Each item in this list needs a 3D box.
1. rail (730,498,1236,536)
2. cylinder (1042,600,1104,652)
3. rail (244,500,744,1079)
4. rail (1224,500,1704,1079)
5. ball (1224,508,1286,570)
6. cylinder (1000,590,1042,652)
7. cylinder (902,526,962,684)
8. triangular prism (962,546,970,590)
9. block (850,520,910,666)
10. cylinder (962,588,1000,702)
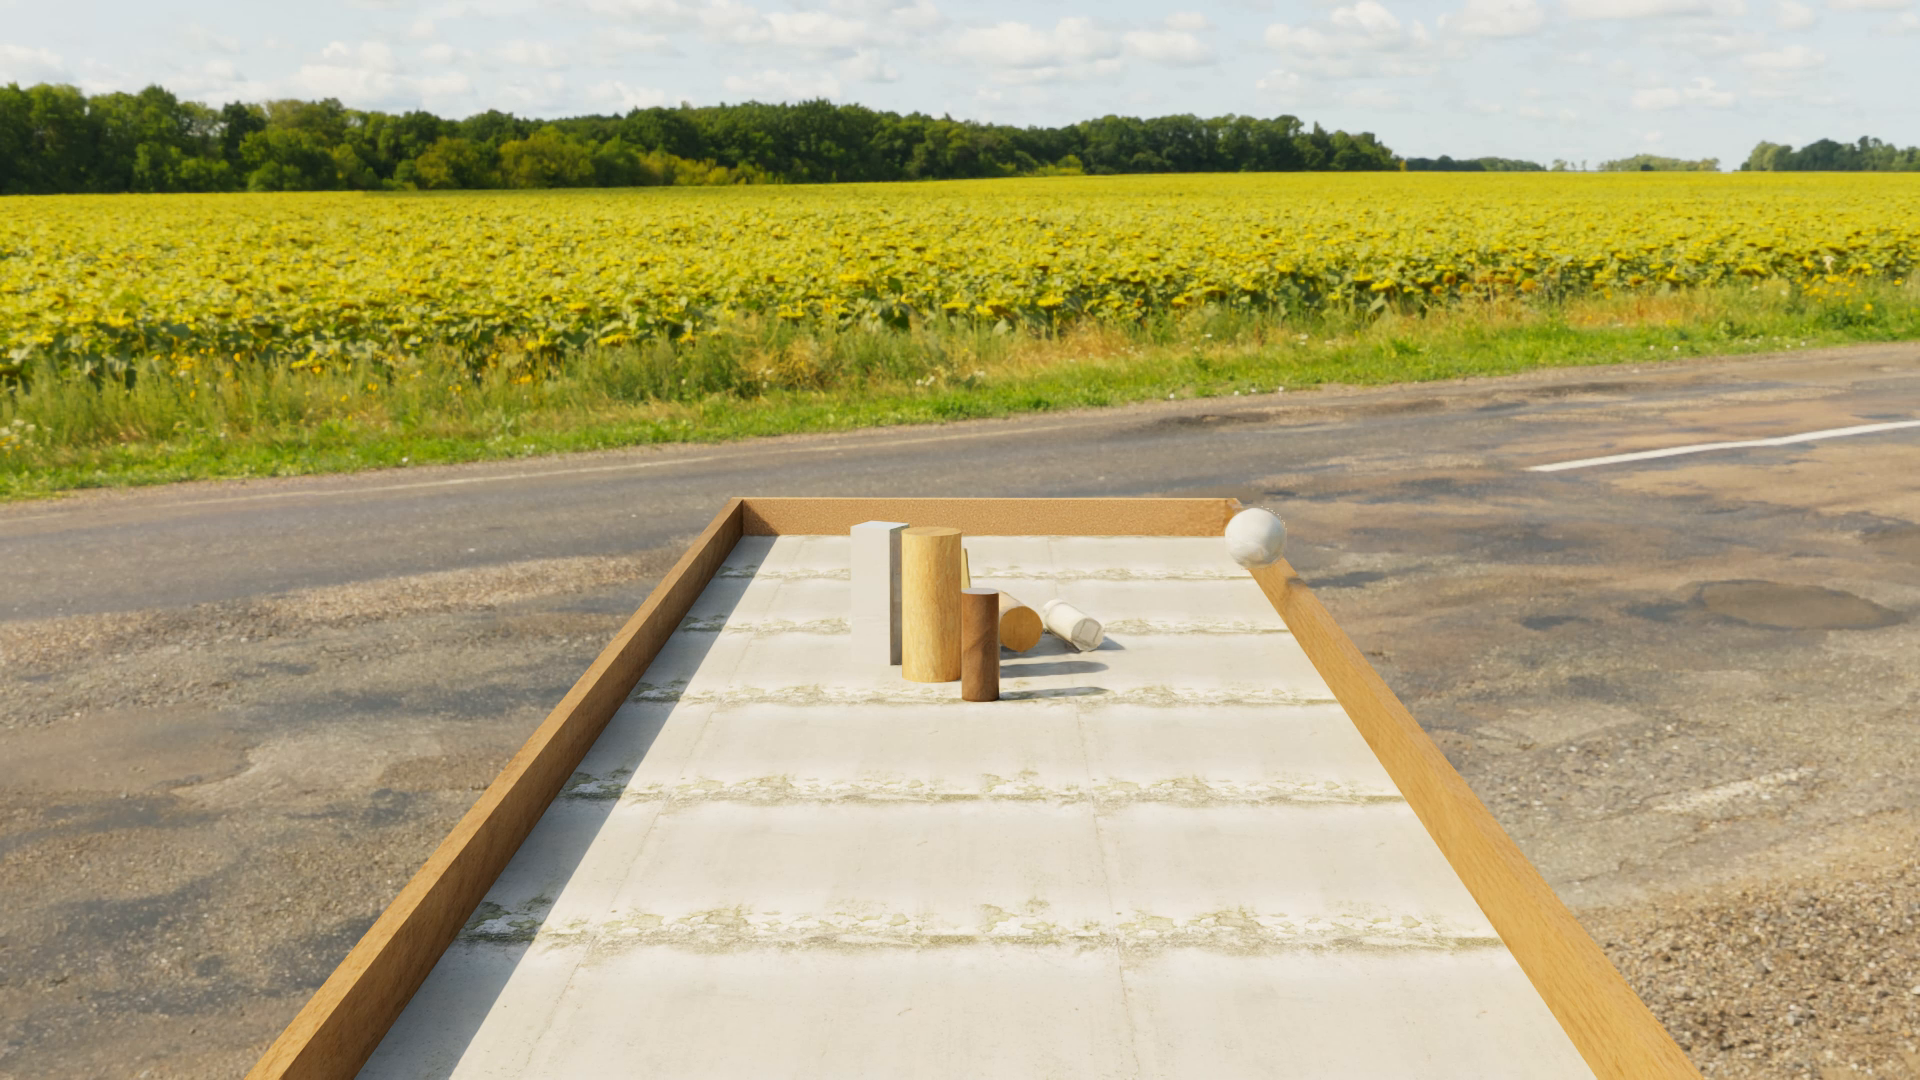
[{"bbox_3d":[0.099,-0.098,9.147,2.100,0.150,0.050,0,9,1],"label":"rail"},{"bbox_3d":[0.355,0.269,6.979,0.104,0.104,0.338,-2,9,-14],"label":"cylinder"},{"bbox_3d":[-1.004,0.839,3.234,0.050,0.150,12.000,0,9,1],"label":"rail"},{"bbox_3d":[1.046,0.843,3.208,0.050,0.150,12.000,0,9,1],"label":"rail"},{"bbox_3d":[0.958,-0.004,7.147,0.198,0.198,0.198,0,9,0],"label":"ball"},{"bbox_3d":[0.149,0.253,6.964,0.142,0.142,0.306,-2,9,-15],"label":"cylinder"},{"bbox_3d":[-0.083,0.188,6.440,0.176,0.433,0.176,0,9,0],"label":"cylinder"},{"bbox_3d":[-0.007,0.184,6.748,0.148,0.330,0.128,-4,6,24],"label":"triangular prism"},{"bbox_3d":[-0.241,0.160,6.673,0.132,0.415,0.132,4,10,26],"label":"block"},{"bbox_3d":[0.057,0.294,6.175,0.108,0.307,0.108,0,9,0],"label":"cylinder"}]
